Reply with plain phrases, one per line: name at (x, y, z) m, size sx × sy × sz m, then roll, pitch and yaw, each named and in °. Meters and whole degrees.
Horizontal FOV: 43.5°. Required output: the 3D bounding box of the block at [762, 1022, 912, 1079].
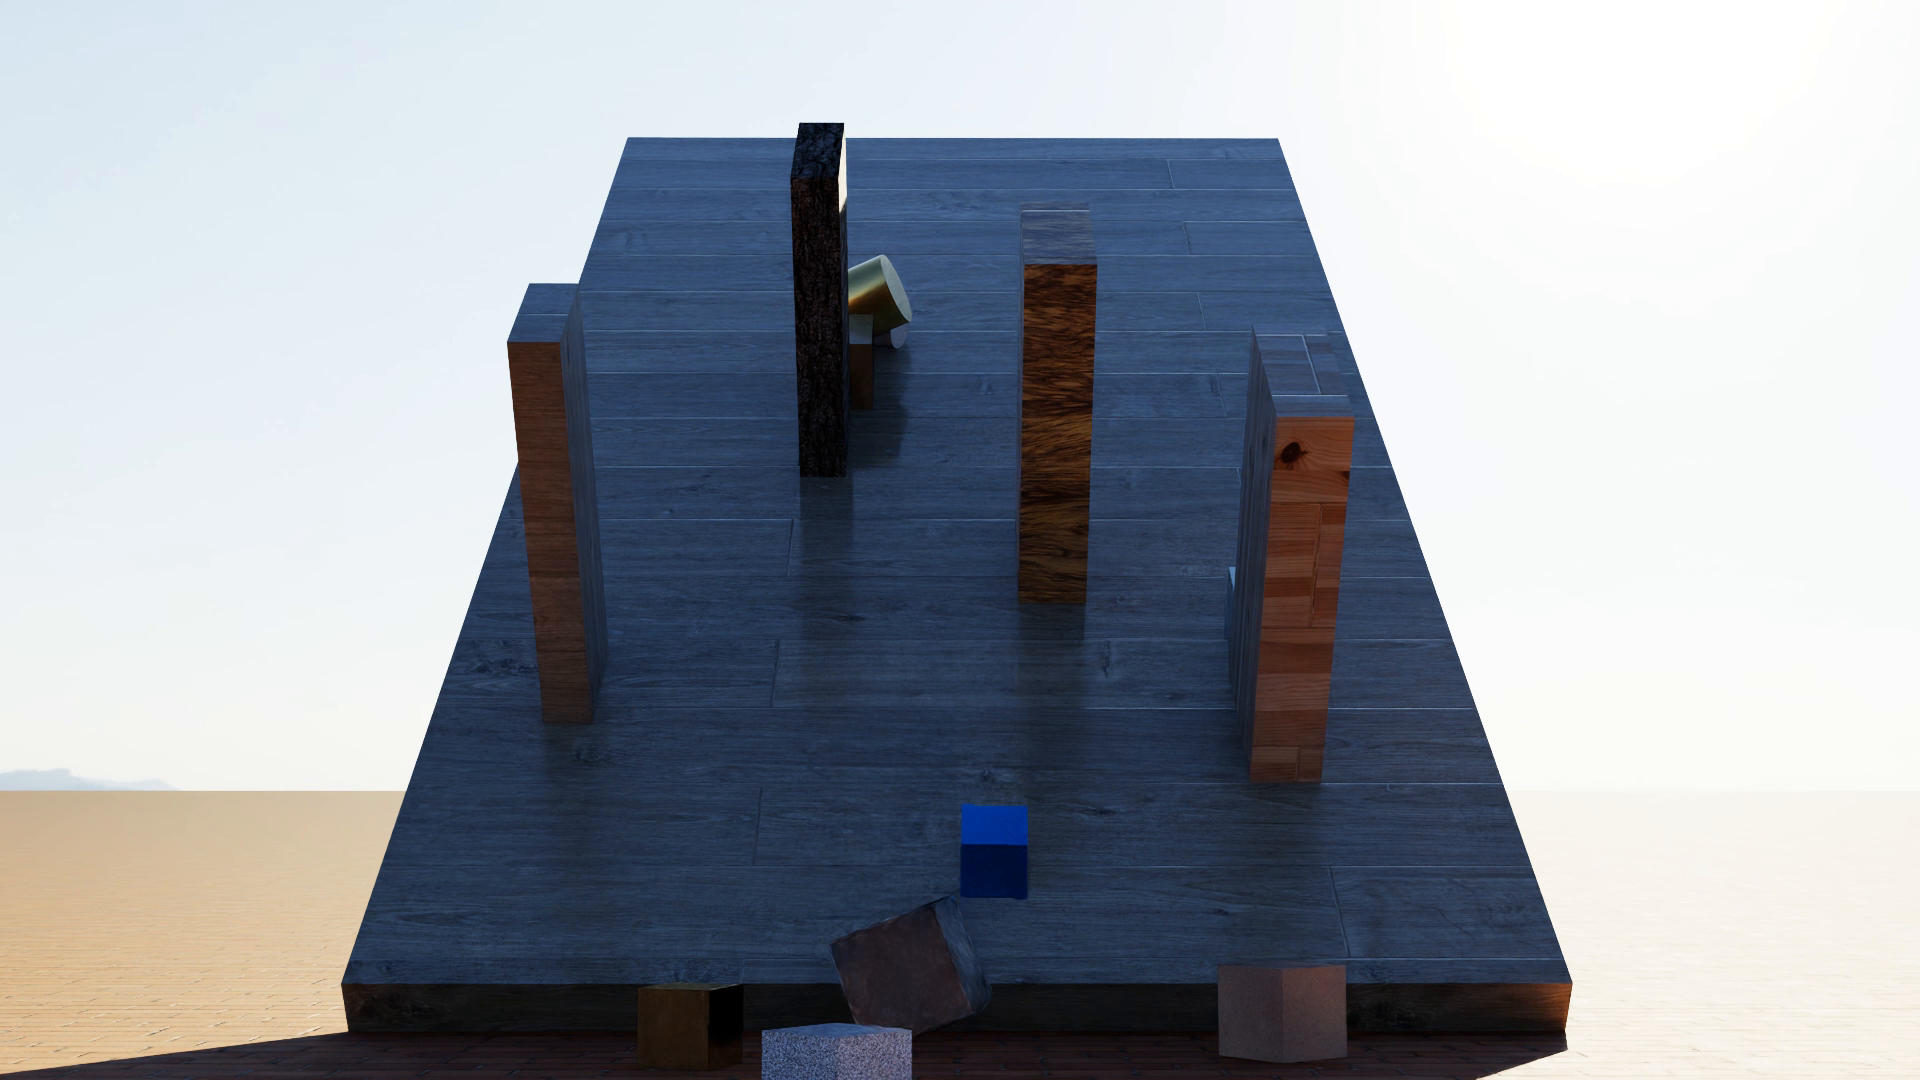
block at (-0.142, 0.625, 2.765) m, size 0.122 × 0.122 × 0.122 m, roll -5°, pitch -8°, yaw 42°

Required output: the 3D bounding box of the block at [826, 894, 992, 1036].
block at (-0.076, 0.665, 3.706) m, size 0.174 × 0.174 × 0.174 m, roll -22°, pitch -7°, yaw 8°

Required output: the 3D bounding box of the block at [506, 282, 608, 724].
block at (-0.743, -0.061, 4.480) m, size 0.092 × 0.793 × 0.258 m, roll 0°, pitch 29°, yaw 0°

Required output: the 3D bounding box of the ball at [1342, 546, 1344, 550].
ball at (0.661, 0.007, 4.698) m, size 0.175 × 0.175 × 0.175 m, roll 0°, pitch -6°, yaw 0°

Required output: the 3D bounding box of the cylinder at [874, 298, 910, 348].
cylinder at (-0.213, -0.559, 6.042) m, size 0.138 × 0.138 × 0.138 m, roll 10°, pitch -2°, yaw 18°

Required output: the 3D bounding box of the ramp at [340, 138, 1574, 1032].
ramp at (-0.012, -0.215, 5.672) m, size 2.000 × 0.100 × 4.000 m, roll 0°, pitch 29°, yaw 0°

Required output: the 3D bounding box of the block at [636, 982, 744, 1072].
block at (-0.390, 0.702, 3.478) m, size 0.113 × 0.113 × 0.113 m, roll -2°, pitch -6°, yaw 20°

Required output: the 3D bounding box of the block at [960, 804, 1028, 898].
block at (0.059, 0.534, 4.119) m, size 0.113 × 0.113 × 0.113 m, roll 1°, pitch 29°, yaw 1°

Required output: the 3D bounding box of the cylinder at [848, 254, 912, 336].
cylinder at (-0.236, -0.582, 5.886) m, size 0.178 × 0.178 × 0.178 m, roll -22°, pitch -11°, yaw 12°

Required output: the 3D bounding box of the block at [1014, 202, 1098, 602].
block at (0.191, -0.278, 4.915) m, size 0.139 × 0.751 × 0.325 m, roll 0°, pitch 29°, yaw 0°

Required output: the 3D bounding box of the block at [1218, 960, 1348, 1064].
block at (0.482, 0.703, 3.596) m, size 0.134 × 0.134 × 0.134 m, roll 5°, pitch -7°, yaw -38°

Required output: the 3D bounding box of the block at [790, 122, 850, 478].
block at (-0.310, -0.539, 5.414) m, size 0.102 × 0.716 × 0.347 m, roll 0°, pitch 29°, yaw 0°

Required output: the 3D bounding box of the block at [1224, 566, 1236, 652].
block at (0.610, 0.153, 4.766) m, size 0.147 × 0.147 × 0.147 m, roll 0°, pitch 29°, yaw -1°

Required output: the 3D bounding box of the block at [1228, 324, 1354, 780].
block at (0.596, 0.024, 4.388) m, size 0.130 × 0.743 × 0.382 m, roll 0°, pitch 29°, yaw 0°

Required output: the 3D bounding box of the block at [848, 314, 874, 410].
block at (-0.294, -0.428, 5.773) m, size 0.171 × 0.171 × 0.171 m, roll 0°, pitch 29°, yaw 0°
